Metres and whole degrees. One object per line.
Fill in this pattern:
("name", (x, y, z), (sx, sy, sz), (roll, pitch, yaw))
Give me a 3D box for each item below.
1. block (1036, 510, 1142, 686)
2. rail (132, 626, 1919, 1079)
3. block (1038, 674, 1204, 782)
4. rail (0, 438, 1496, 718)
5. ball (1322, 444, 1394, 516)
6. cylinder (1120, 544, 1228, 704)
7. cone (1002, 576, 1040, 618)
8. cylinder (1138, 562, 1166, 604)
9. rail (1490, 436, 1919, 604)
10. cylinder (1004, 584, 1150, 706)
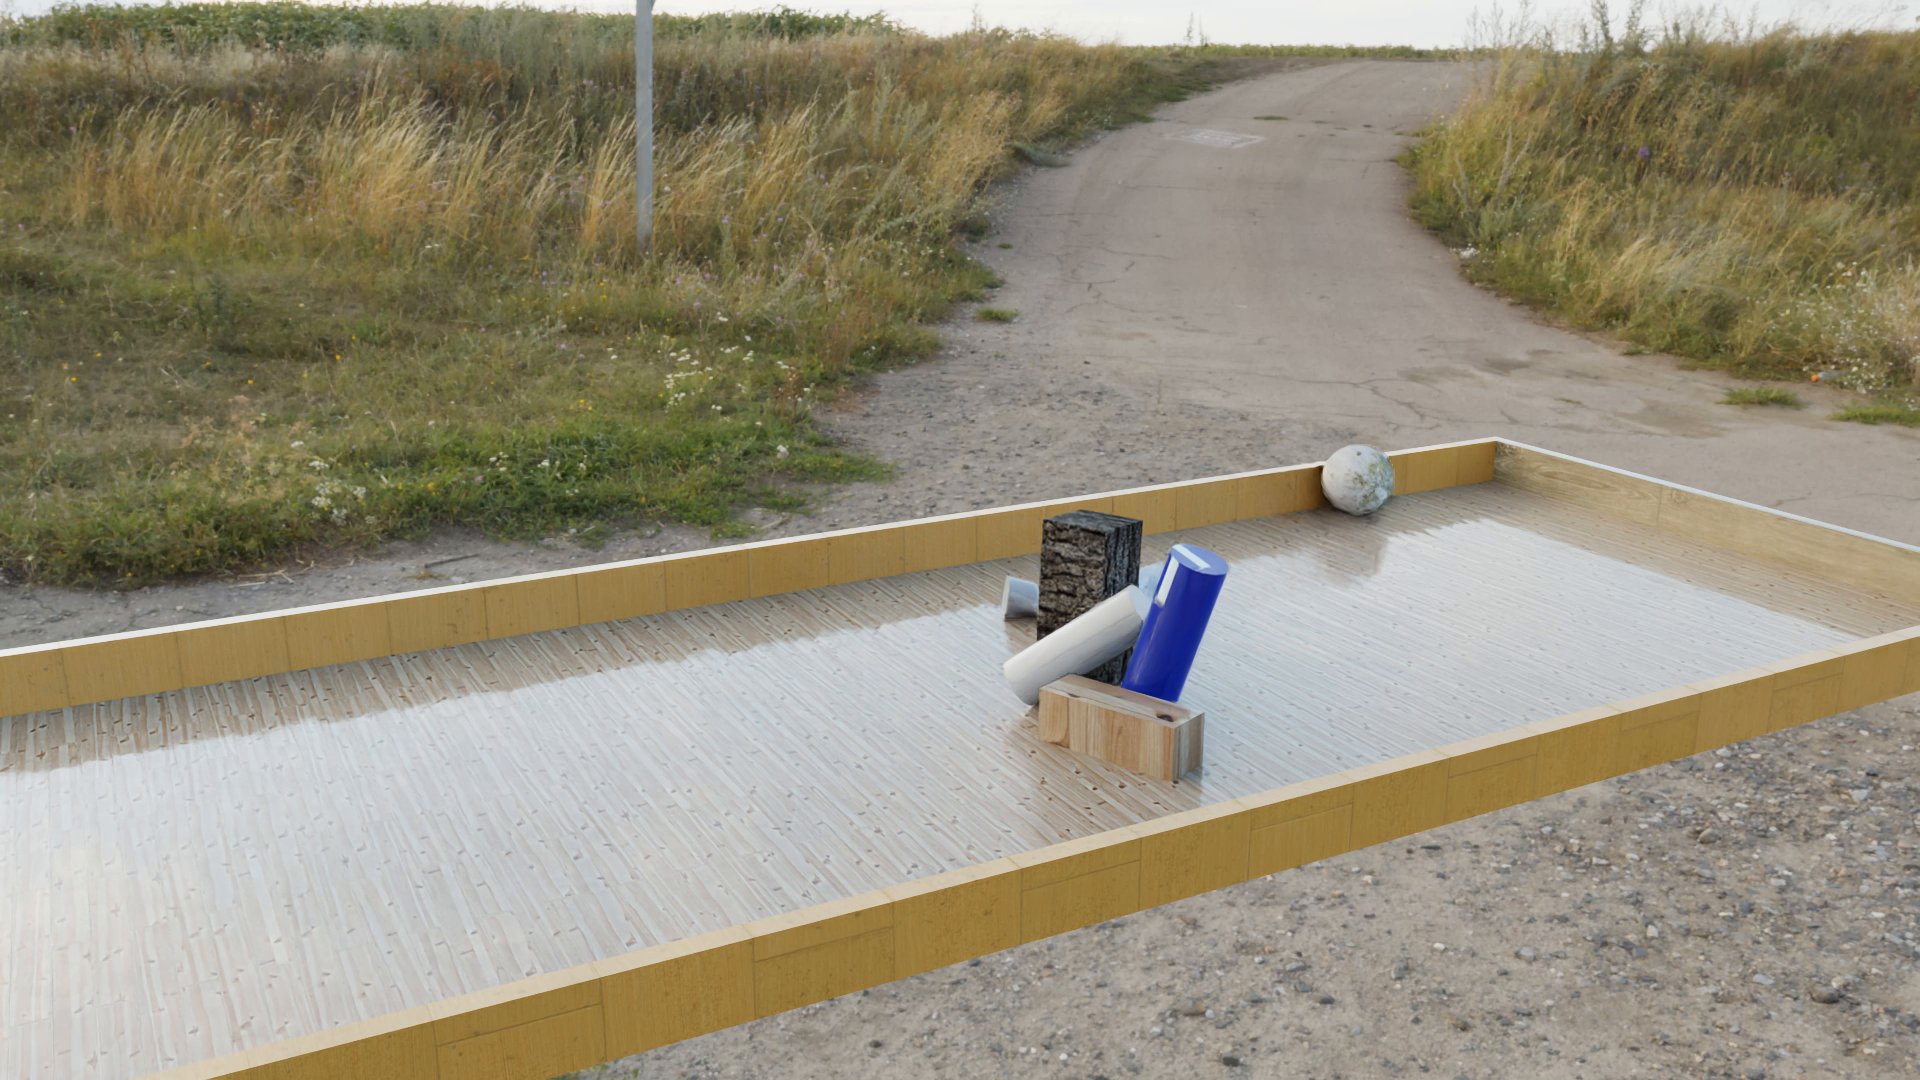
("block", (0.317, 0.151, 4.087), (0.178, 0.412, 0.178), (11, 15, 34))
("rail", (-2.336, 1.006, 1.665), (12.000, 0.150, 0.050), (-9, 18, -27))
("block", (0.360, 0.418, 3.711), (0.363, 0.125, 0.125), (13, 21, 38))
("rail", (-3.305, 0.497, 3.399), (12.000, 0.150, 0.050), (-9, 18, -27))
("ball", (1.355, -0.205, 5.627), (0.240, 0.240, 0.240), (0, 16, 0))
("cylinder", (0.477, 0.230, 3.769), (0.135, 0.431, 0.135), (14, 25, -7))
("cone", (0.337, 0.185, 4.622), (0.424, 0.117, 0.117), (7, 16, -5))
("cylinder", (0.459, 0.168, 4.507), (0.313, 0.156, 0.156), (-15, 22, -41))
("rail", (2.466, -0.048, 5.253), (0.050, 0.150, 2.100), (-9, 18, -27))
("cylinder", (0.288, 0.252, 3.931), (0.368, 0.126, 0.126), (-33, 5, 22))
